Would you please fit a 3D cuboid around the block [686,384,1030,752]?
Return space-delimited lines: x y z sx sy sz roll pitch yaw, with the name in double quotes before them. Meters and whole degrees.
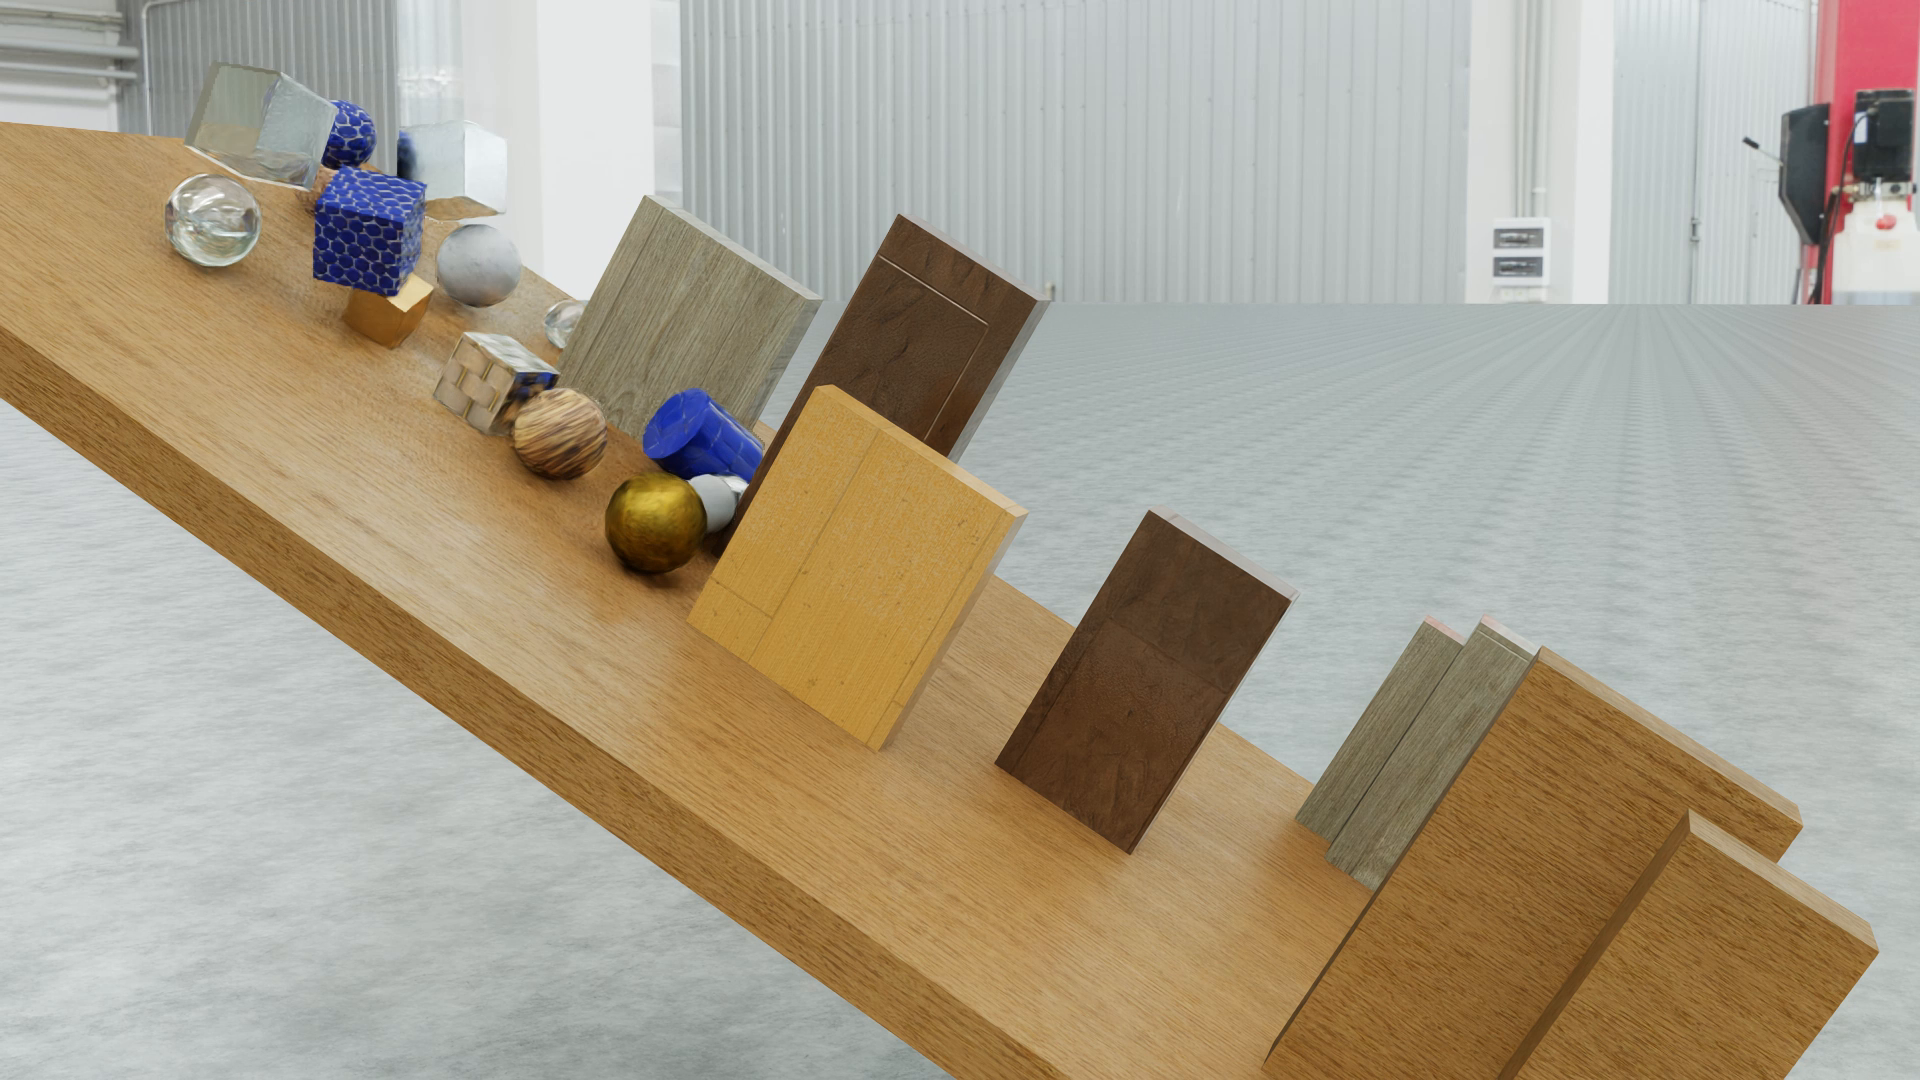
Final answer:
"block" -0.179 0.046 3.739 0.407 0.475 0.083 33 15 11

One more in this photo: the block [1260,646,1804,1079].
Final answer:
"block" 0.846 0.602 3.306 0.431 0.769 0.132 33 15 11

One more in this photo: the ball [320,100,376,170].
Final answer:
"ball" -1.295 -0.846 4.598 0.146 0.146 0.146 0 7 0

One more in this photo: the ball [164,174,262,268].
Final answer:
"ball" -1.395 -0.597 4.106 0.173 0.173 0.173 0 7 0

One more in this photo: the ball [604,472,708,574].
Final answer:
"ball" -0.537 -0.031 3.884 0.180 0.180 0.180 0 7 0

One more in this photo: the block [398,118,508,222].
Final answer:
"block" -1.084 -0.789 4.701 0.165 0.165 0.165 -3 -6 19

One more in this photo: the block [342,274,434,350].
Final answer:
"block" -1.109 -0.457 4.265 0.109 0.109 0.109 34 38 -1

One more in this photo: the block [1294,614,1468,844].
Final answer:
"block" 0.943 0.439 4.562 0.261 0.502 0.089 33 15 11

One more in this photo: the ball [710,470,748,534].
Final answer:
"ball" -0.462 -0.073 4.276 0.125 0.125 0.125 0 7 0

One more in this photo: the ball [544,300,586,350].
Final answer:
"ball" -0.864 -0.474 4.858 0.109 0.109 0.109 0 7 0

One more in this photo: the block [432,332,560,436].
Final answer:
"block" -0.879 -0.294 4.167 0.142 0.142 0.142 35 15 17

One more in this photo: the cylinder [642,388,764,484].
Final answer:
"cylinder" -0.510 -0.183 4.368 0.170 0.170 0.170 7 -28 46

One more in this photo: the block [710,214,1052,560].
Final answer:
"block" -0.153 -0.207 4.102 0.305 0.741 0.101 33 15 11

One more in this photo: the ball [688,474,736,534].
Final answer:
"ball" -0.475 -0.067 4.117 0.111 0.111 0.111 0 7 0

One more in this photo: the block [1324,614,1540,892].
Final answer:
"block" 1.055 0.500 4.421 0.380 0.582 0.119 33 15 11

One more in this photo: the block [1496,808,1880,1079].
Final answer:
"block" 0.926 0.755 3.045 0.279 0.722 0.135 33 15 11

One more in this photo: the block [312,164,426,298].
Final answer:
"block" -1.121 -0.587 4.174 0.162 0.162 0.162 13 35 -4

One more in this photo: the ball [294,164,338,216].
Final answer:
"ball" -1.386 -0.762 4.784 0.117 0.117 0.117 0 7 0

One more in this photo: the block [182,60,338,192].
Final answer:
"block" -1.309 -0.775 4.122 0.169 0.169 0.169 14 -7 24

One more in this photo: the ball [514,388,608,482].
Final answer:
"ball" -0.736 -0.194 4.056 0.171 0.171 0.171 0 7 0

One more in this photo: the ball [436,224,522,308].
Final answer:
"ball" -1.036 -0.591 4.735 0.180 0.180 0.180 0 7 0

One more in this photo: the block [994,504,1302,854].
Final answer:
"block" 0.331 0.248 3.919 0.294 0.547 0.107 33 15 11

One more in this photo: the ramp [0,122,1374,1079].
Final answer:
"ramp" -0.170 0.280 4.121 4.000 0.100 2.000 33 15 11

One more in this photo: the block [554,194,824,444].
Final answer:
"block" -0.571 -0.413 4.554 0.415 0.447 0.092 33 15 11
